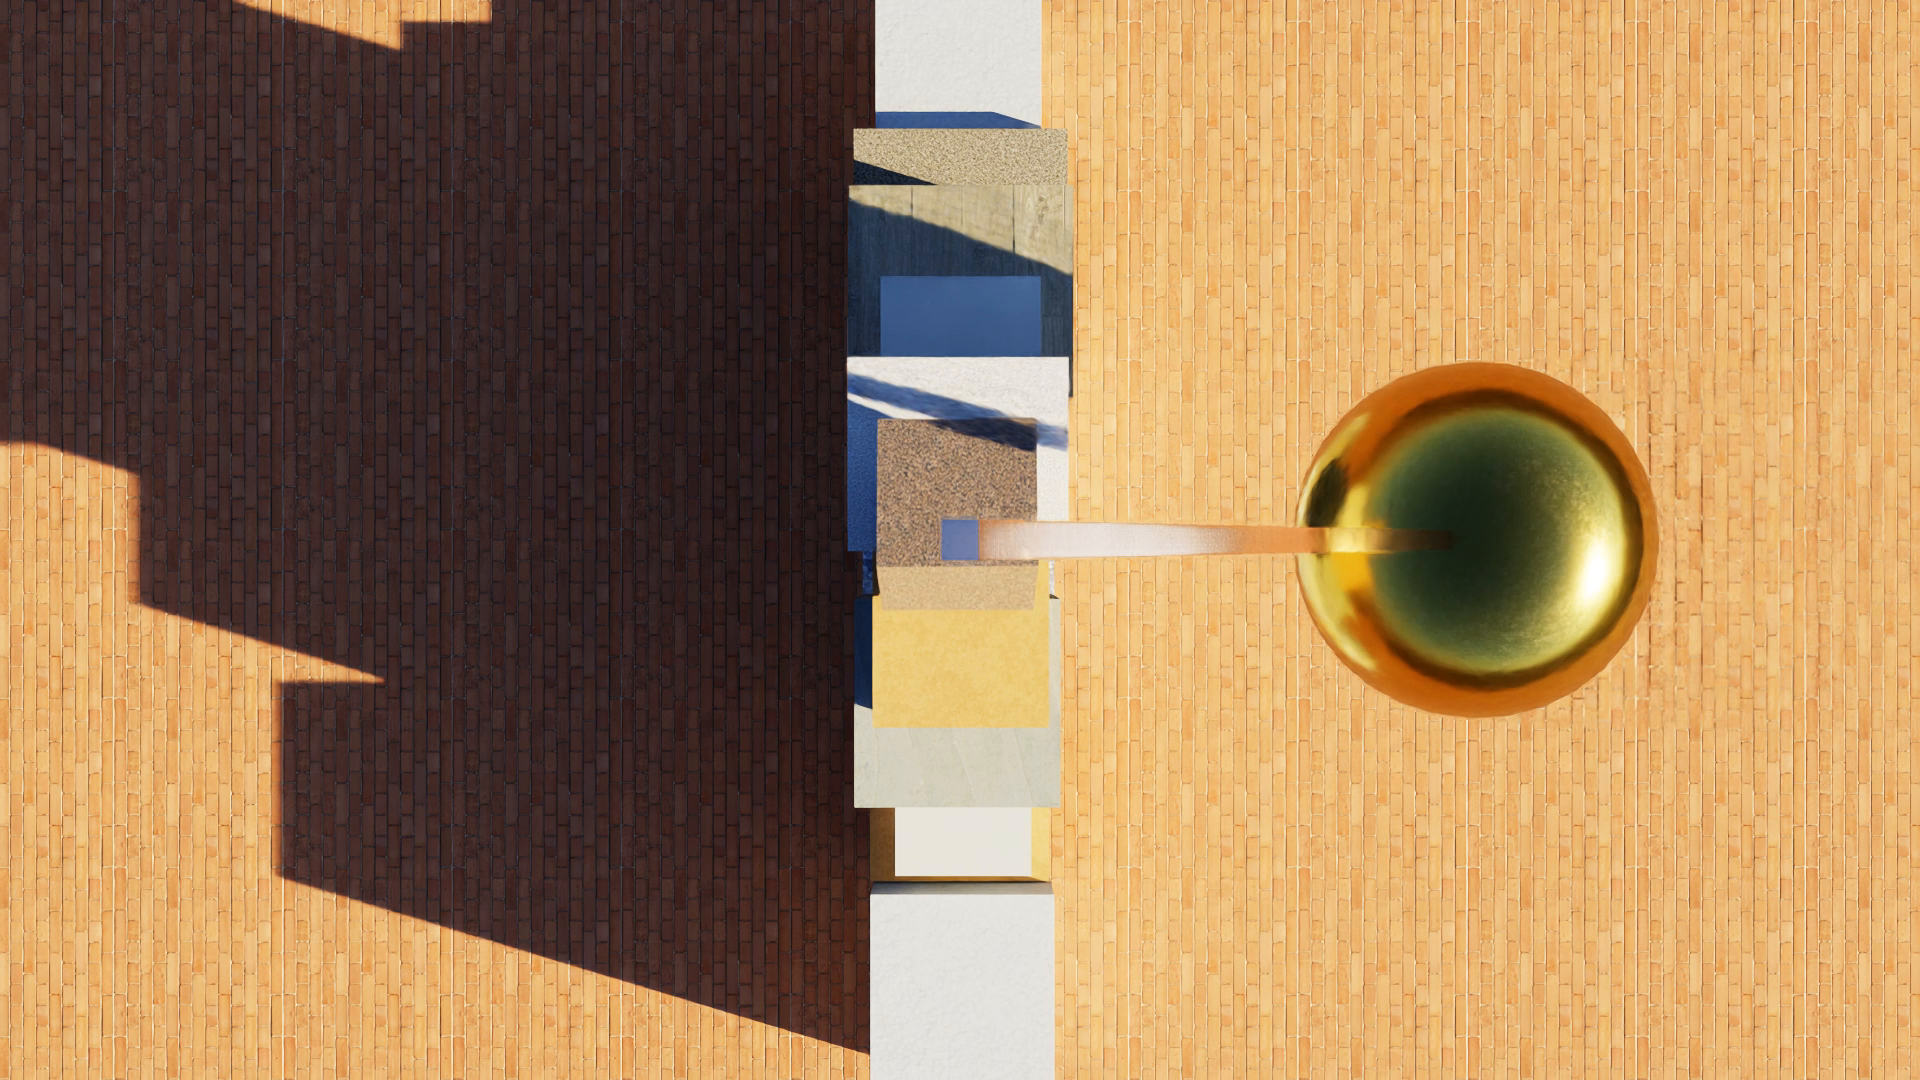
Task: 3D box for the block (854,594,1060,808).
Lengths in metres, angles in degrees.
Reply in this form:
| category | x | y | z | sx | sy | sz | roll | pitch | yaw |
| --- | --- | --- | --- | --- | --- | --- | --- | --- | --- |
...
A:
| category | x | y | z | sx | sy | sz | roll | pitch | yaw |
| --- | --- | --- | --- | --- | --- | --- | --- | --- | --- |
| block | -0.012 | 0.740 | 10.466 | 0.936 | 0.975 | 0.946 | 0 | 90 | 0 |

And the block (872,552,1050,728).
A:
| category | x | y | z | sx | sy | sz | roll | pitch | yaw |
| --- | --- | --- | --- | --- | --- | --- | --- | --- | --- |
| block | 0.004 | 0.413 | 9.562 | 0.734 | 0.833 | 0.733 | 0 | 90 | 0 |

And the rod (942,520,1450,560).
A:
| category | x | y | z | sx | sy | sz | roll | pitch | yaw |
| --- | --- | --- | --- | --- | --- | --- | --- | --- | --- |
| rod | 0.994 | 0.000 | 6.702 | 0.080 | 5.200 | 0.080 | 0 | 90 | 22 |

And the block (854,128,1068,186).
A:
| category | x | y | z | sx | sy | sz | roll | pitch | yaw |
| --- | --- | --- | --- | --- | --- | --- | --- | --- | --- |
| block | 0.004 | -1.738 | 12.525 | 1.173 | 0.949 | 1.032 | 0 | 90 | 0 |

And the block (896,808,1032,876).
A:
| category | x | y | z | sx | sy | sz | roll | pitch | yaw |
| --- | --- | --- | --- | --- | --- | --- | --- | --- | --- |
| block | 0.017 | 1.356 | 11.791 | 0.706 | 0.745 | 0.776 | 0 | 90 | 0 |

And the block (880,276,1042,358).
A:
| category | x | y | z | sx | sy | sz | roll | pitch | yaw |
| --- | --- | --- | --- | --- | --- | --- | --- | --- | --- |
| block | 0.004 | -0.843 | 10.468 | 0.738 | 0.694 | 0.742 | 0 | 90 | 0 |

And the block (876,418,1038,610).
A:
| category | x | y | z | sx | sy | sz | roll | pitch | yaw |
| --- | --- | --- | --- | --- | --- | --- | --- | --- | --- |
| block | -0.010 | -0.093 | 8.850 | 0.623 | 0.645 | 0.605 | 0 | 73 | 0 |

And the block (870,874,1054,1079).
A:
| category | x | y | z | sx | sy | sz | roll | pitch | yaw |
| --- | --- | --- | --- | --- | --- | --- | --- | --- | --- |
| block | 0.013 | 2.479 | 12.380 | 0.983 | 1.240 | 1.165 | 0 | 90 | 0 |

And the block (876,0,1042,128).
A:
| category | x | y | z | sx | sy | sz | roll | pitch | yaw |
| --- | --- | --- | --- | --- | --- | --- | --- | --- | --- |
| block | -0.009 | -2.663 | 12.597 | 0.919 | 0.807 | 0.798 | 0 | 90 | 0 |

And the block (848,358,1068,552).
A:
| category | x | y | z | sx | sy | sz | roll | pitch | yaw |
| --- | --- | --- | --- | --- | --- | --- | --- | --- | --- |
| block | -0.008 | -0.366 | 9.689 | 0.930 | 0.865 | 0.816 | 0 | 91 | 0 |

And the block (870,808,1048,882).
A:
| category | x | y | z | sx | sy | sz | roll | pitch | yaw |
| --- | --- | --- | --- | --- | --- | --- | --- | --- | --- |
| block | -0.003 | 1.430 | 12.581 | 0.989 | 0.837 | 0.913 | 0 | 90 | 0 |

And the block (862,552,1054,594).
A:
| category | x | y | z | sx | sy | sz | roll | pitch | yaw |
| --- | --- | --- | --- | --- | --- | --- | --- | --- | --- |
| block | -0.007 | 0.457 | 12.403 | 1.029 | 1.194 | 1.014 | 0 | 90 | 0 |

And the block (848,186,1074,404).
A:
| category | x | y | z | sx | sy | sz | roll | pitch | yaw |
| --- | --- | --- | --- | --- | --- | --- | --- | --- | --- |
| block | 0.004 | -1.223 | 11.390 | 1.110 | 1.151 | 1.044 | 0 | 90 | 0 |

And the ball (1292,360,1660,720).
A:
| category | x | y | z | sx | sy | sz | roll | pitch | yaw |
| --- | --- | --- | --- | --- | --- | --- | --- | --- | --- |
| ball | 2.295 | 0.000 | 9.844 | 1.600 | 1.600 | 1.600 | 0 | 90 | 0 |
